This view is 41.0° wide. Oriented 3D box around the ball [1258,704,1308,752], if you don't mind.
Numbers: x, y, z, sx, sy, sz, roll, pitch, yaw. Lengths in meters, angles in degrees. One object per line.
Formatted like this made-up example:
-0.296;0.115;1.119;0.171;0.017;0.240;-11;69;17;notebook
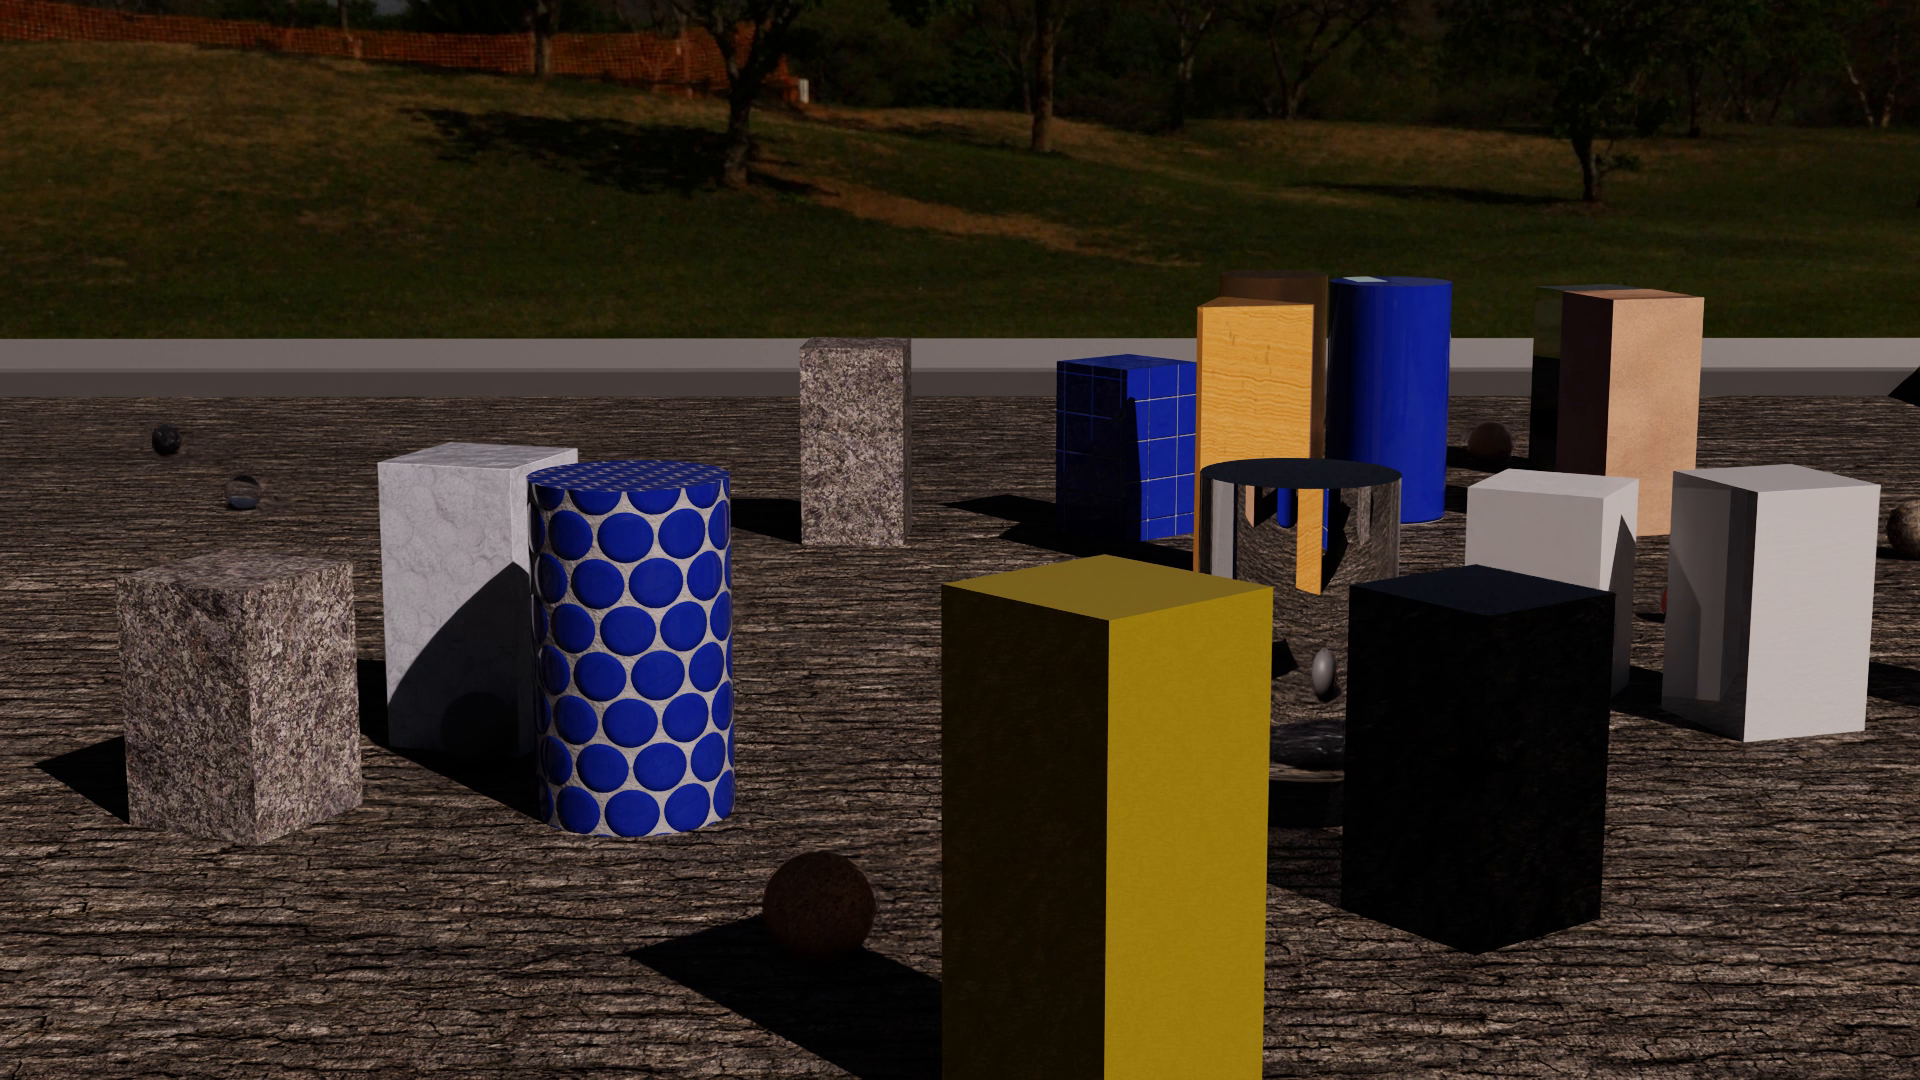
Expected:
0.347;0.201;2.754;0.052;0.052;0.052;0;11;0;ball

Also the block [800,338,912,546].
-0.160;-0.155;3.988;0.157;0.303;0.157;1;11;4;block

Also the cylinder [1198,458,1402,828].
0.334;0.097;2.544;0.196;0.332;0.196;0;11;0;cylinder

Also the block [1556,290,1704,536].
1.055;-0.203;4.059;0.157;0.371;0.157;-3;11;-16;block

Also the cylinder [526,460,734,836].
-0.321;0.102;2.517;0.196;0.334;0.196;0;11;0;cylinder

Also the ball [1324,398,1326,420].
0.764;-0.271;5.306;0.050;0.050;0.050;0;11;0;ball

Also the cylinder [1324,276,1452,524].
0.695;-0.229;4.171;0.196;0.382;0.196;0;11;0;cylinder

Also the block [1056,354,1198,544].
0.262;-0.146;4.034;0.157;0.269;0.157;-9;14;-40;block

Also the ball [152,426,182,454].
-1.500;-0.189;4.857;0.053;0.053;0.053;0;11;0;ball

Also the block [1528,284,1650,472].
1.126;-0.277;4.549;0.157;0.337;0.157;-4;11;-22;block

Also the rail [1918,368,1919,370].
2.148;0.031;3.461;0.045;0.127;4.558;0;11;0;rail

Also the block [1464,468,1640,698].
0.690;0.055;3.003;0.157;0.248;0.157;6;12;28;block

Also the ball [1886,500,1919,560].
1.428;-0.016;3.824;0.088;0.088;0.088;0;11;0;ball

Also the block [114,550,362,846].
-0.701;0.149;2.503;0.157;0.245;0.157;5;12;25;block

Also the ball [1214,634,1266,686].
0.332;0.142;3.048;0.061;0.061;0.061;0;11;0;ball

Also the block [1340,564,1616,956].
0.443;0.183;2.206;0.157;0.287;0.157;-8;13;-36;block

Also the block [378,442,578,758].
-0.519;0.061;2.798;0.157;0.311;0.157;3;11;18;block

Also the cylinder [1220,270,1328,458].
0.569;-0.310;4.691;0.196;0.351;0.196;0;11;0;cylinder

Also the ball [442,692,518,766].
-0.504;0.199;2.693;0.078;0.078;0.078;0;11;0;ball

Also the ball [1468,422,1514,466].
0.973;-0.175;4.705;0.081;0.081;0.081;0;11;0;ball

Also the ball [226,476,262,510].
-1.186;-0.079;4.250;0.057;0.057;0.057;0;11;0;ball

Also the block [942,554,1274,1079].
0.098;0.218;1.753;0.157;0.383;0.157;-9;14;-42;block

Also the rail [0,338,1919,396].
-0.013;-0.378;5.667;4.344;0.127;0.045;0;11;0;rail

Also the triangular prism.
0.400;-0.148;3.704;0.170;0.393;0.147;-3;11;-13;triangular prism

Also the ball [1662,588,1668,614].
0.954;0.083;3.387;0.054;0.054;0.054;0;11;0;ball

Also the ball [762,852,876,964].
-0.116;0.301;2.103;0.092;0.092;0.092;0;11;0;ball

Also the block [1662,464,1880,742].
0.903;0.067;2.866;0.157;0.276;0.157;-4;11;-18;block
